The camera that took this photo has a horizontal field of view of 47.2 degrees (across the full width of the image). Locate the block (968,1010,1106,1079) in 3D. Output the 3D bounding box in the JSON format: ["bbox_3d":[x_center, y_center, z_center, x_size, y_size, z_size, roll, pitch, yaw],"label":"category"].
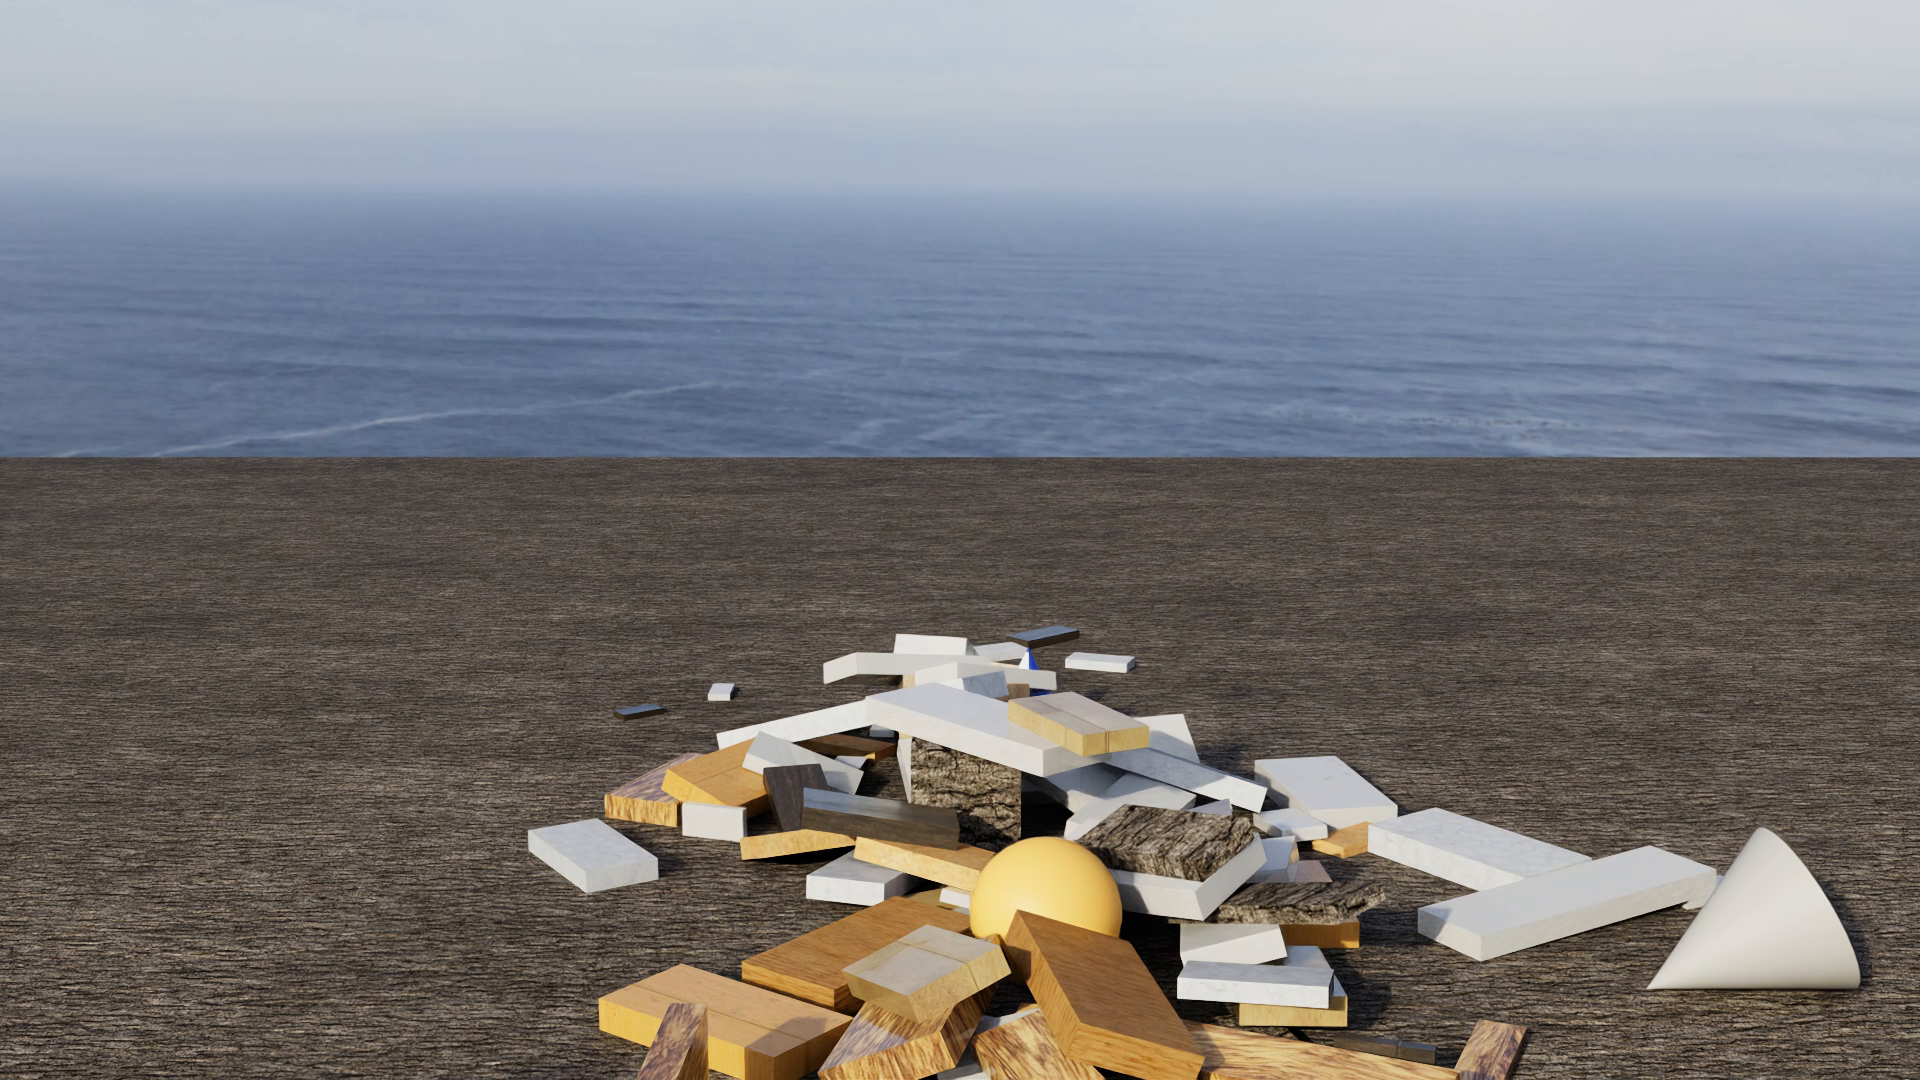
[{"bbox_3d":[0.100,0.682,2.836,0.104,0.030,0.209,-18,19,-18],"label":"block"}]

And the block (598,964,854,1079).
[{"bbox_3d":[-0.328,0.677,3.074,0.332,0.047,0.166,8,13,37],"label":"block"}]

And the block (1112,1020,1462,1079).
[{"bbox_3d":[0.415,0.691,2.866,0.472,0.030,0.104,2,21,38],"label":"block"}]

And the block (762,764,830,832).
[{"bbox_3d":[-0.288,0.481,4.008,0.108,0.031,0.216,-3,27,-15],"label":"block"}]

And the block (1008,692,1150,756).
[{"bbox_3d":[0.200,0.312,3.756,0.129,0.036,0.257,-5,12,-27],"label":"block"}]

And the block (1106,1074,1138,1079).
[{"bbox_3d":[0.156,0.734,2.814,0.203,0.029,0.102,-5,12,-27],"label":"block"}]

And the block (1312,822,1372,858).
[{"bbox_3d":[0.703,0.534,3.916,0.145,0.021,0.072,-9,14,-39],"label":"block"}]

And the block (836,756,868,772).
[{"bbox_3d":[-0.225,0.455,4.350,0.061,0.017,0.135,2,11,8],"label":"block"}]

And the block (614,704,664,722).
[{"bbox_3d":[-0.700,0.375,4.789,0.096,0.014,0.048,-8,13,-37],"label":"block"}]

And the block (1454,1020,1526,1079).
[{"bbox_3d":[0.717,0.707,2.985,0.067,0.019,0.232,4,11,23],"label":"block"}]

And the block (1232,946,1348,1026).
[{"bbox_3d":[0.463,0.641,3.175,0.148,0.042,0.295,0,3,1],"label":"block"}]

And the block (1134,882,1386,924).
[{"bbox_3d":[0.438,0.543,3.285,0.102,0.029,0.434,-17,3,-37],"label":"block"}]

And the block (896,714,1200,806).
[{"bbox_3d":[0.172,0.426,4.177,0.564,0.043,0.153,-4,46,-13],"label":"block"}]

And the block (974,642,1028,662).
[{"bbox_3d":[0.076,0.273,5.314,0.158,0.022,0.079,-6,12,-28],"label":"block"}]

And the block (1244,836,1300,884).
[{"bbox_3d":[0.406,0.547,3.620,0.287,0.041,0.144,-8,11,16],"label":"block"}]

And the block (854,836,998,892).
[{"bbox_3d":[0.035,0.545,3.618,0.405,0.037,0.131,12,7,23],"label":"block"}]

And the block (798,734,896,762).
[{"bbox_3d":[-0.232,0.423,4.510,0.192,0.021,0.075,7,13,33],"label":"block"}]

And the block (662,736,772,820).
[{"bbox_3d":[-0.405,0.451,4.141,0.153,0.043,0.306,27,20,24],"label":"block"}]

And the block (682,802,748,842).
[{"bbox_3d":[-0.441,0.507,3.953,0.120,0.060,0.017,4,12,19],"label":"block"}]

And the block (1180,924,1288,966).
[{"bbox_3d":[0.409,0.587,3.308,0.148,0.042,0.295,-15,2,7],"label":"block"}]

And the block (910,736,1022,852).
[{"bbox_3d":[0.012,0.442,3.941,0.193,0.193,0.193,0,11,1],"label":"block"}]

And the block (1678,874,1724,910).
[{"bbox_3d":[1.236,0.584,3.650,0.133,0.019,0.067,-5,12,-25],"label":"block"}]

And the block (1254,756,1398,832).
[{"bbox_3d":[0.685,0.478,4.142,0.164,0.047,0.329,-2,11,-10],"label":"block"}]

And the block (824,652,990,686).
[{"bbox_3d":[-0.111,0.272,4.595,0.310,0.044,0.155,3,-13,-29],"label":"block"}]

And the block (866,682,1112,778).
[{"bbox_3d":[0.045,0.330,3.886,0.164,0.047,0.470,-9,14,-40],"label":"block"}]

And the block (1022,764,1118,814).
[{"bbox_3d":[0.194,0.434,4.074,0.331,0.031,0.108,32,39,33],"label":"block"}]

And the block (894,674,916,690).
[{"bbox_3d":[-0.058,0.327,4.659,0.155,0.044,0.310,-1,-11,-7],"label":"block"}]

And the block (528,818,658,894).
[{"bbox_3d":[-0.638,0.545,3.811,0.131,0.037,0.262,-7,12,-31],"label":"block"}]

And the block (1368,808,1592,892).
[{"bbox_3d":[0.892,0.542,3.792,0.173,0.049,0.346,-8,13,-35],"label":"block"}]

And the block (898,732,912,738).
[{"bbox_3d":[-0.006,0.351,4.276,0.131,0.037,0.263,-7,-2,23],"label":"block"}]

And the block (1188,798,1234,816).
[{"bbox_3d":[0.327,0.491,3.621,0.257,0.036,0.129,-17,4,6],"label":"block"}]

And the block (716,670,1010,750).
[{"bbox_3d":[-0.194,0.342,4.299,0.566,0.049,0.173,-15,-5,28],"label":"block"}]

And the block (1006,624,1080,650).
[{"bbox_3d":[0.206,0.242,5.480,0.180,0.022,0.079,-10,14,-42],"label":"block"}]

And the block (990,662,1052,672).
[{"bbox_3d":[0.128,0.302,5.105,0.149,0.021,0.075,6,-4,28],"label":"block"}]

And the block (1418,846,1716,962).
[{"bbox_3d":[0.983,0.581,3.547,0.510,0.041,0.144,-8,13,-28],"label":"block"}]
